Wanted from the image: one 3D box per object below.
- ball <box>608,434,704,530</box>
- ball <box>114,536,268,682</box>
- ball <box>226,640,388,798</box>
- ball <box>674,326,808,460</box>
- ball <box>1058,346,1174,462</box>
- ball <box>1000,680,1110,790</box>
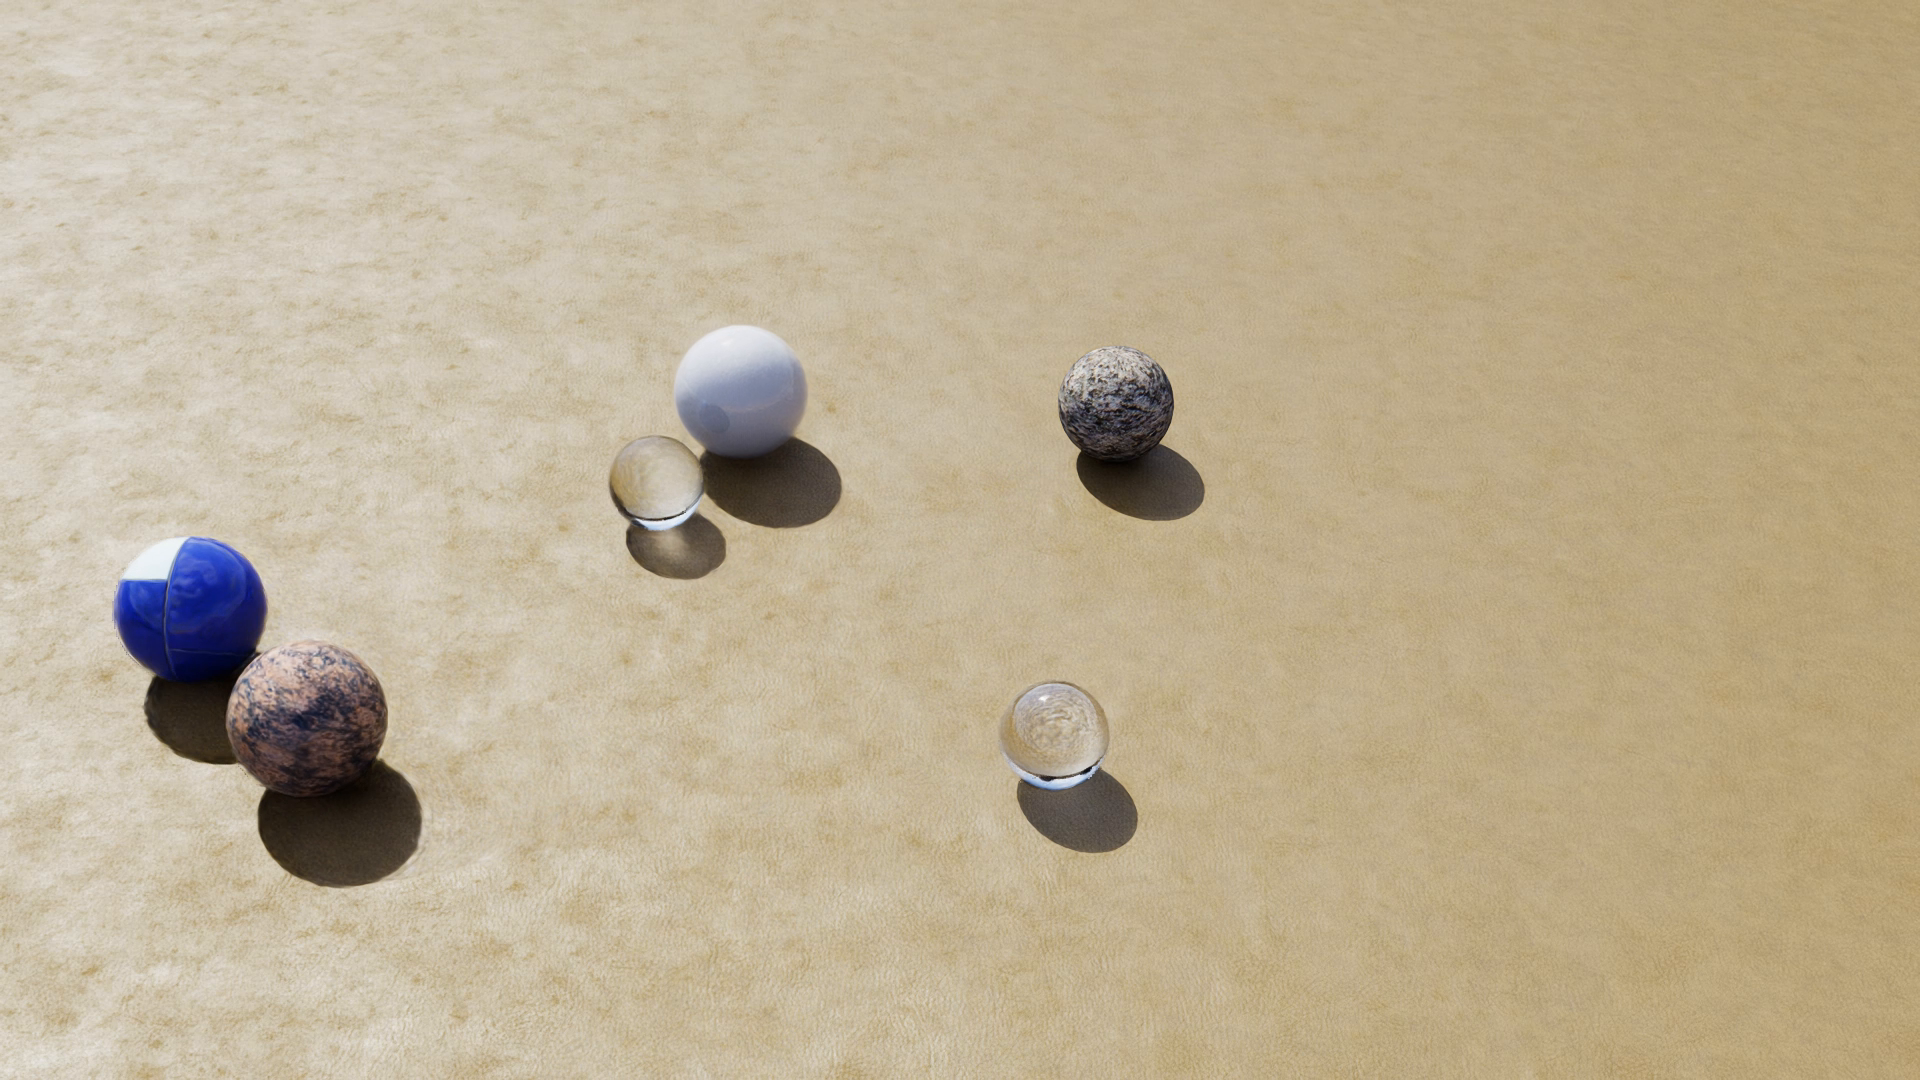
[{"bbox_3d":[-0.191,-0.036,1.614,0.060,0.060,0.060,0,36,0],"label":"ball"},{"bbox_3d":[-0.446,0.040,1.489,0.086,0.086,0.086,0,36,0],"label":"ball"},{"bbox_3d":[-0.358,0.098,1.410,0.086,0.086,0.086,0,36,0],"label":"ball"},{"bbox_3d":[-0.142,-0.096,1.672,0.088,0.088,0.088,0,36,0],"label":"ball"},{"bbox_3d":[0.102,-0.089,1.672,0.076,0.076,0.076,0,36,0],"label":"ball"},{"bbox_3d":[0.052,0.108,1.418,0.061,0.061,0.061,0,36,0],"label":"ball"}]
